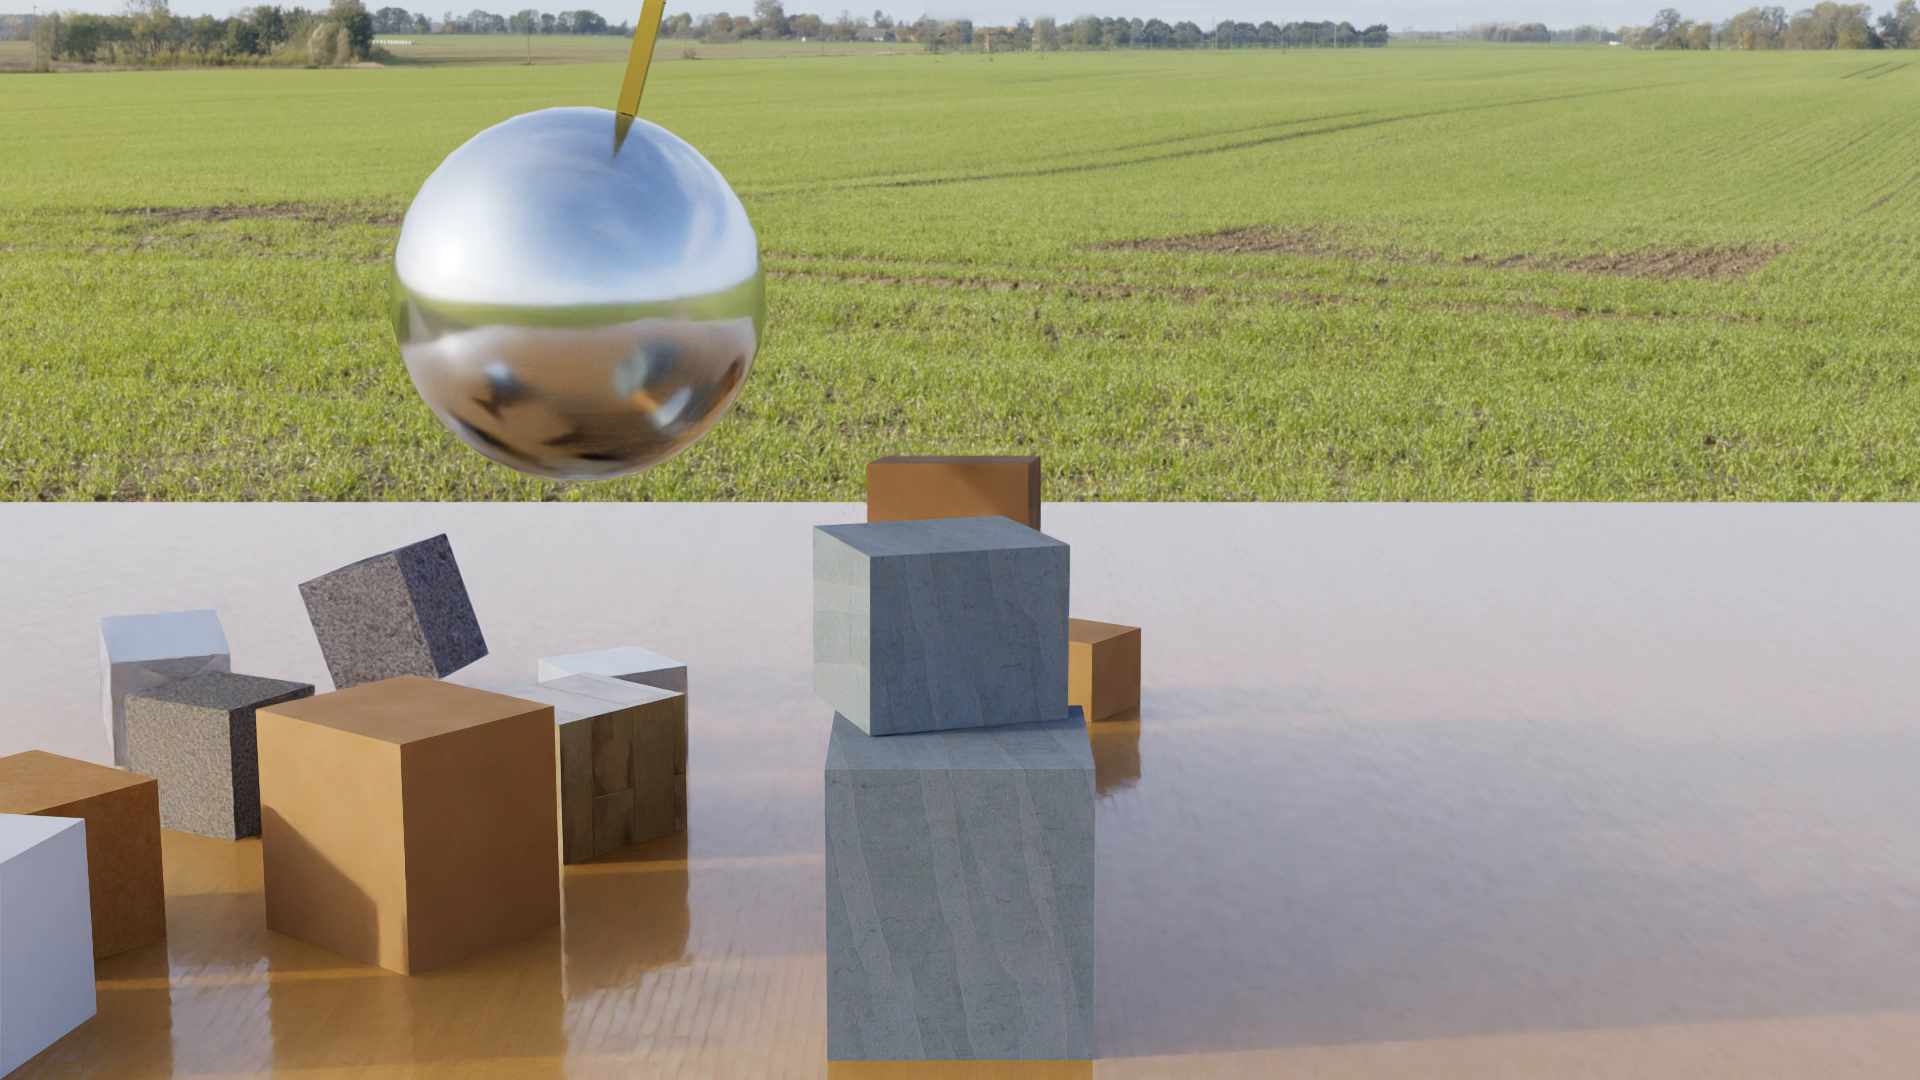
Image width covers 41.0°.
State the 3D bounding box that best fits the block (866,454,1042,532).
[{"bbox_3d":[-0.018,-0.056,12.500,0.767,0.675,0.736,1,5,6],"label":"block"}]

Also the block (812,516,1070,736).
[{"bbox_3d":[-0.083,0.312,9.891,0.793,0.672,0.713,-3,11,-20],"label":"block"}]

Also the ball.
[{"bbox_3d":[-1.628,-1.048,10.990,1.600,1.600,1.600,0,10,0],"label":"ball"}]

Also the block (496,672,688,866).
[{"bbox_3d":[-1.797,1.050,11.972,0.690,0.651,0.764,9,13,40],"label":"block"}]

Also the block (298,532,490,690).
[{"bbox_3d":[-3.200,0.453,14.535,0.629,0.742,0.661,-17,6,16],"label":"block"}]

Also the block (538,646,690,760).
[{"bbox_3d":[-1.799,0.880,13.320,0.572,0.503,0.562,-7,12,-34],"label":"block"}]

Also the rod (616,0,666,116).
[{"bbox_3d":[-0.706,-4.268,10.404,0.080,5.200,0.080,16,10,-3],"label":"rod"}]

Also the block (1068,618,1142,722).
[{"bbox_3d":[0.664,0.721,14.371,0.502,0.440,0.514,7,13,35],"label":"block"}]

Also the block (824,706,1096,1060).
[{"bbox_3d":[-0.002,1.259,9.608,0.957,1.085,0.928,0,10,0],"label":"block"}]

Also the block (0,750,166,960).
[{"bbox_3d":[-3.799,1.314,10.455,0.808,0.674,0.698,7,13,34],"label":"block"}]

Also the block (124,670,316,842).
[{"bbox_3d":[-3.508,1.018,12.224,0.649,0.624,0.576,5,12,27],"label":"block"}]

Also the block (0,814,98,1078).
[{"bbox_3d":[-3.695,1.468,9.355,0.726,0.764,0.744,2,10,11],"label":"block"}]

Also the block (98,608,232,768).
[{"bbox_3d":[-4.159,0.766,13.436,0.592,0.580,0.619,-4,22,-22],"label":"block"}]

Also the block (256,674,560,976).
[{"bbox_3d":[-2.276,1.150,10.612,0.914,0.941,0.800,8,13,38],"label":"block"}]
